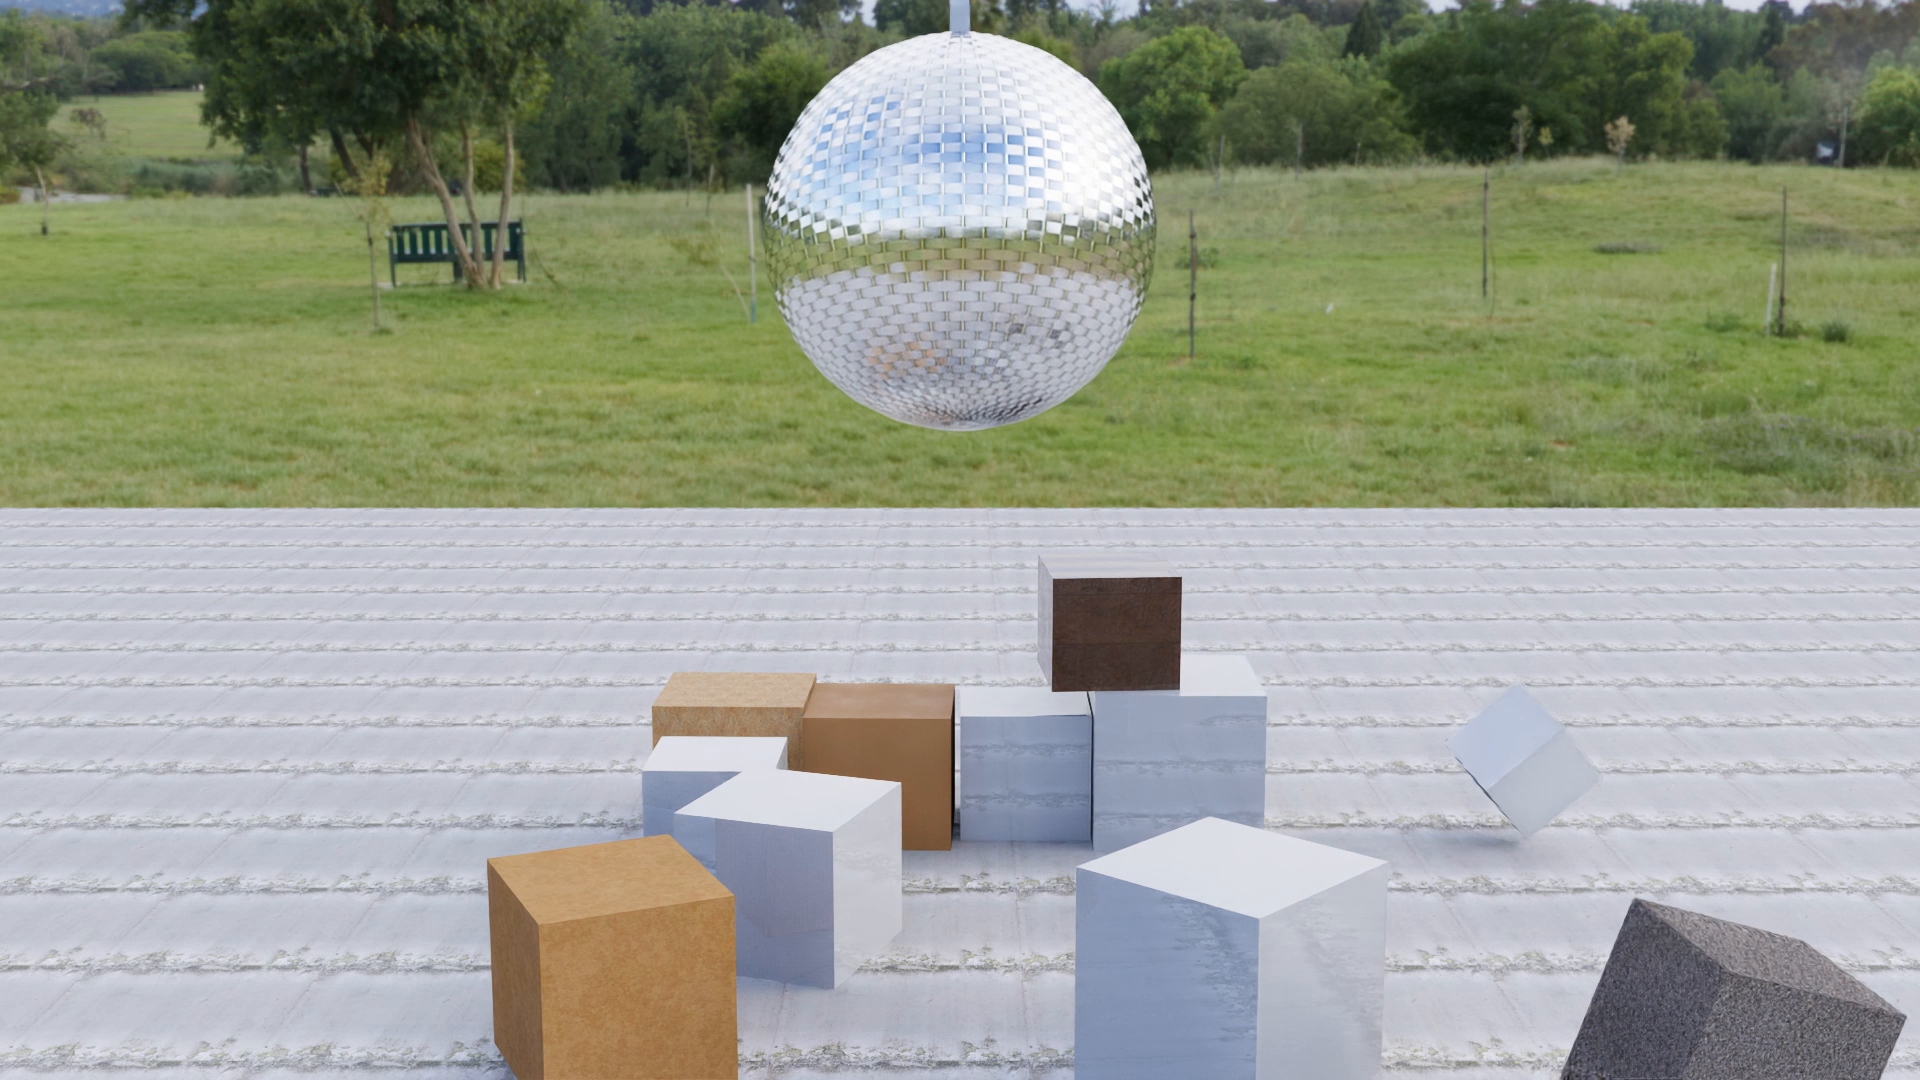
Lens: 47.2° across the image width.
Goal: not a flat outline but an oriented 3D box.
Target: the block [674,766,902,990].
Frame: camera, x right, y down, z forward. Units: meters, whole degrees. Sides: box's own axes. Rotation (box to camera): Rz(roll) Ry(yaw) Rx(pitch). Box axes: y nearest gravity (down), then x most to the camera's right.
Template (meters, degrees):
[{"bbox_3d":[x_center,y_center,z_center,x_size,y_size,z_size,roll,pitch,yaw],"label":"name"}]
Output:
[{"bbox_3d":[-0.739,1.458,9.625,0.737,0.688,0.757,4,11,20],"label":"block"}]

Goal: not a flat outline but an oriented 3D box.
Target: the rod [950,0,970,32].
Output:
[{"bbox_3d":[0.000,-4.600,9.465,0.080,5.200,0.080,0,-9,0],"label":"rod"}]

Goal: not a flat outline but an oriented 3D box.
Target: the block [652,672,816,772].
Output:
[{"bbox_3d":[-1.150,1.122,11.385,0.758,0.720,0.717,0,10,2],"label":"block"}]

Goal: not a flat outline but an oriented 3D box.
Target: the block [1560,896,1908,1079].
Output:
[{"bbox_3d":[2.605,1.726,7.462,0.713,0.706,0.596,16,10,-16],"label":"block"}]

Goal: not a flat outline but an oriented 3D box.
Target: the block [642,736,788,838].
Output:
[{"bbox_3d":[-1.152,1.328,10.455,0.612,0.647,0.591,0,10,1],"label":"block"}]

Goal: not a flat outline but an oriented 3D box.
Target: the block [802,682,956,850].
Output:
[{"bbox_3d":[-0.404,1.155,11.313,0.736,0.680,0.715,0,10,2],"label":"block"}]

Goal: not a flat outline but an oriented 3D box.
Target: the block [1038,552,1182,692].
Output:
[{"bbox_3d":[0.754,0.410,11.240,0.644,0.576,0.669,-1,10,-4],"label":"block"}]

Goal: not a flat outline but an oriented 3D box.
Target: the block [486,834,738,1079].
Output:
[{"bbox_3d":[-1.334,1.647,8.396,0.733,0.756,0.807,-5,11,-24],"label":"block"}]

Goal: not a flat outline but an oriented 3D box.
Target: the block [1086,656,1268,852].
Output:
[{"bbox_3d":[1.093,1.085,11.365,0.850,0.798,0.878,0,10,0],"label":"block"}]

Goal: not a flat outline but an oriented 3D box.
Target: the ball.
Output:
[{"bbox_3d":[0.000,-1.243,8.926,1.600,1.600,1.600,0,10,0],"label":"ball"}]

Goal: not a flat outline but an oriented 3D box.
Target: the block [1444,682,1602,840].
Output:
[{"bbox_3d":[2.848,1.120,11.134,0.486,0.478,0.421,-40,35,5],"label":"block"}]

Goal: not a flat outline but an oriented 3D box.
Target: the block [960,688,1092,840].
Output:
[{"bbox_3d":[0.332,1.153,11.406,0.661,0.650,0.595,0,10,0],"label":"block"}]

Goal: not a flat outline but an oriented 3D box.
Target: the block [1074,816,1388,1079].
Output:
[{"bbox_3d":[1.020,1.623,8.292,0.825,0.839,0.838,9,14,42],"label":"block"}]
